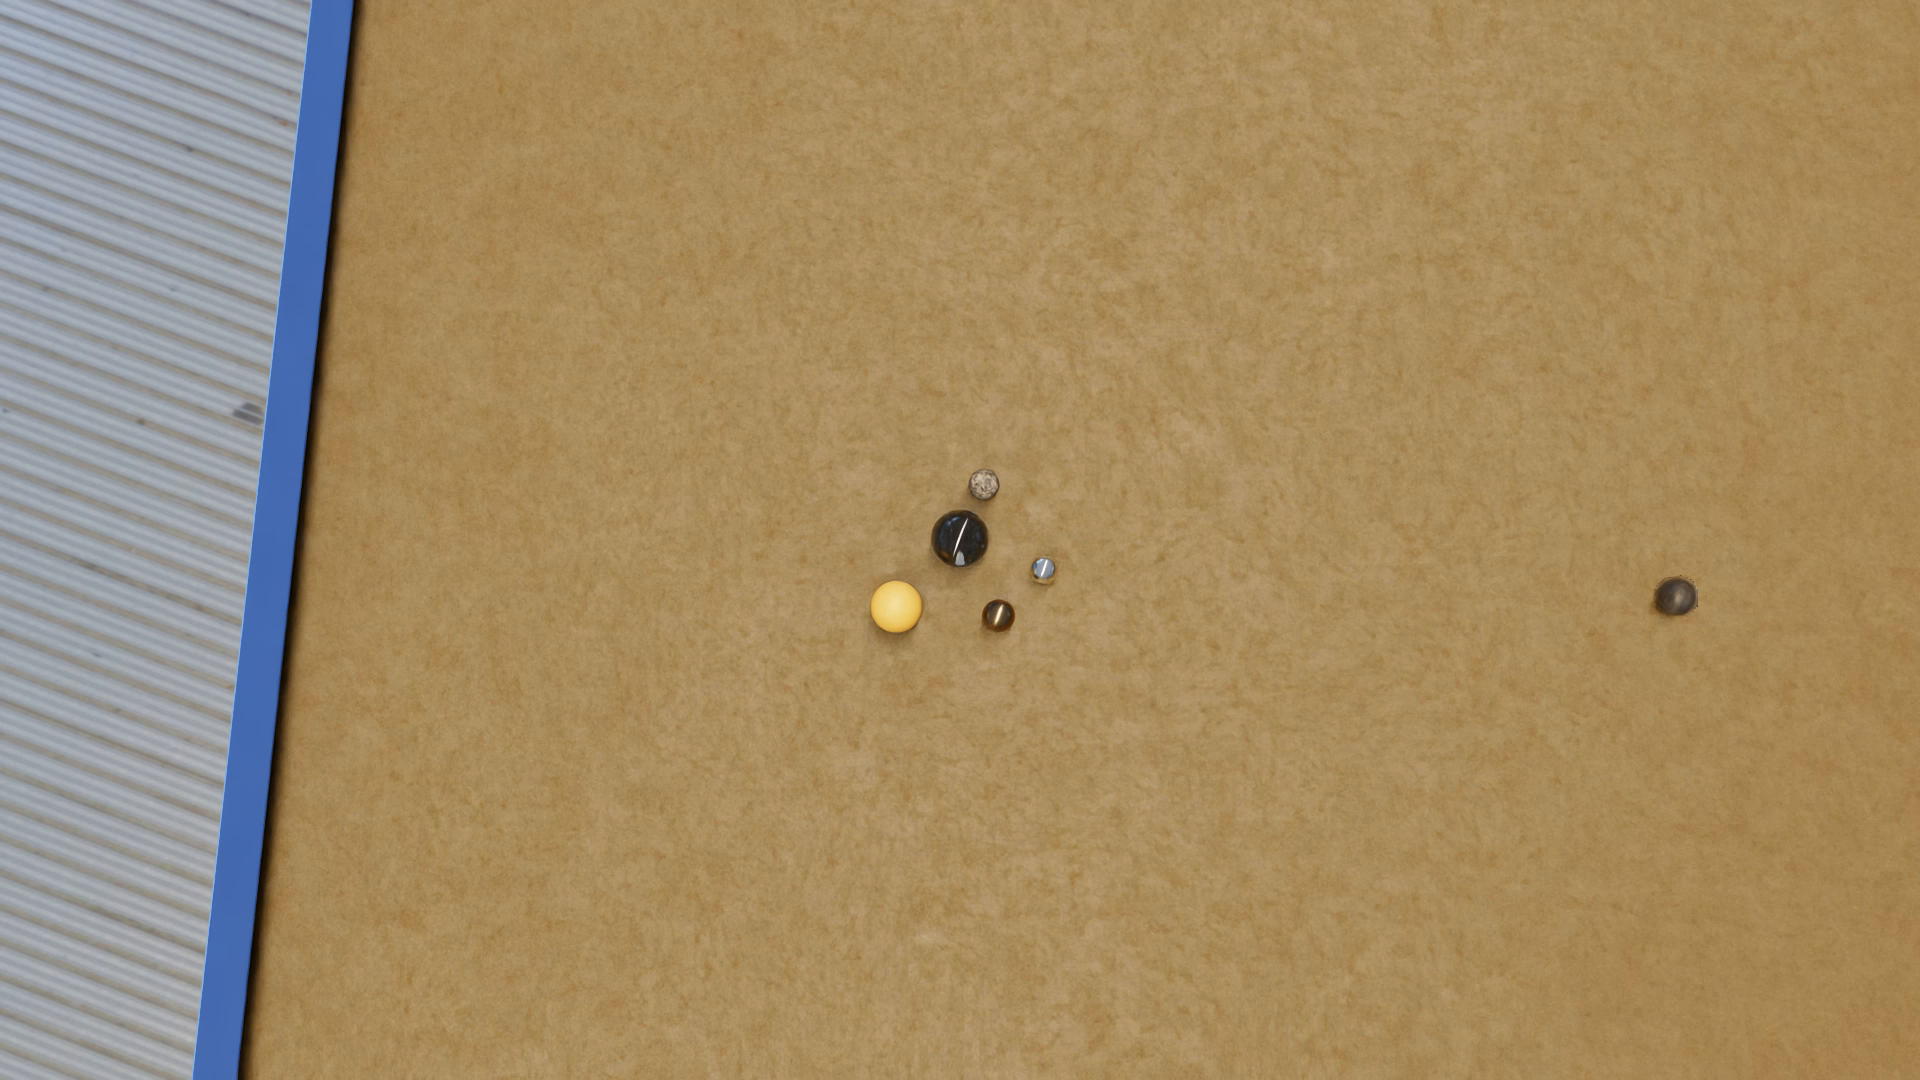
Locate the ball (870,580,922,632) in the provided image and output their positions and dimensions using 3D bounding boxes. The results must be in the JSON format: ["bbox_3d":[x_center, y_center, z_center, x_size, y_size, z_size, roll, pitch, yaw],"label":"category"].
[{"bbox_3d":[-0.094,0.099,3.249,0.077,0.077,0.077,0,82,0],"label":"ball"}]

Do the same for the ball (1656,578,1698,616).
[{"bbox_3d":[1.063,0.085,3.261,0.057,0.057,0.057,0,82,0],"label":"ball"}]

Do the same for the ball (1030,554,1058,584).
[{"bbox_3d":[0.125,0.044,3.274,0.043,0.043,0.043,0,82,0],"label":"ball"}]

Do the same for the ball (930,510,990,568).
[{"bbox_3d":[0.000,-0.002,3.258,0.088,0.088,0.088,0,82,0],"label":"ball"}]

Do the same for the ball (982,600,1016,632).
[{"bbox_3d":[0.057,0.112,3.261,0.049,0.049,0.049,0,82,0],"label":"ball"}]

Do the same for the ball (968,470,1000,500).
[{"bbox_3d":[0.036,-0.083,3.291,0.046,0.046,0.046,0,82,0],"label":"ball"}]

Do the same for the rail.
[{"bbox_3d":[-0.999,-0.067,3.253,0.045,0.114,2.162,4,82,1],"label":"rail"}]
